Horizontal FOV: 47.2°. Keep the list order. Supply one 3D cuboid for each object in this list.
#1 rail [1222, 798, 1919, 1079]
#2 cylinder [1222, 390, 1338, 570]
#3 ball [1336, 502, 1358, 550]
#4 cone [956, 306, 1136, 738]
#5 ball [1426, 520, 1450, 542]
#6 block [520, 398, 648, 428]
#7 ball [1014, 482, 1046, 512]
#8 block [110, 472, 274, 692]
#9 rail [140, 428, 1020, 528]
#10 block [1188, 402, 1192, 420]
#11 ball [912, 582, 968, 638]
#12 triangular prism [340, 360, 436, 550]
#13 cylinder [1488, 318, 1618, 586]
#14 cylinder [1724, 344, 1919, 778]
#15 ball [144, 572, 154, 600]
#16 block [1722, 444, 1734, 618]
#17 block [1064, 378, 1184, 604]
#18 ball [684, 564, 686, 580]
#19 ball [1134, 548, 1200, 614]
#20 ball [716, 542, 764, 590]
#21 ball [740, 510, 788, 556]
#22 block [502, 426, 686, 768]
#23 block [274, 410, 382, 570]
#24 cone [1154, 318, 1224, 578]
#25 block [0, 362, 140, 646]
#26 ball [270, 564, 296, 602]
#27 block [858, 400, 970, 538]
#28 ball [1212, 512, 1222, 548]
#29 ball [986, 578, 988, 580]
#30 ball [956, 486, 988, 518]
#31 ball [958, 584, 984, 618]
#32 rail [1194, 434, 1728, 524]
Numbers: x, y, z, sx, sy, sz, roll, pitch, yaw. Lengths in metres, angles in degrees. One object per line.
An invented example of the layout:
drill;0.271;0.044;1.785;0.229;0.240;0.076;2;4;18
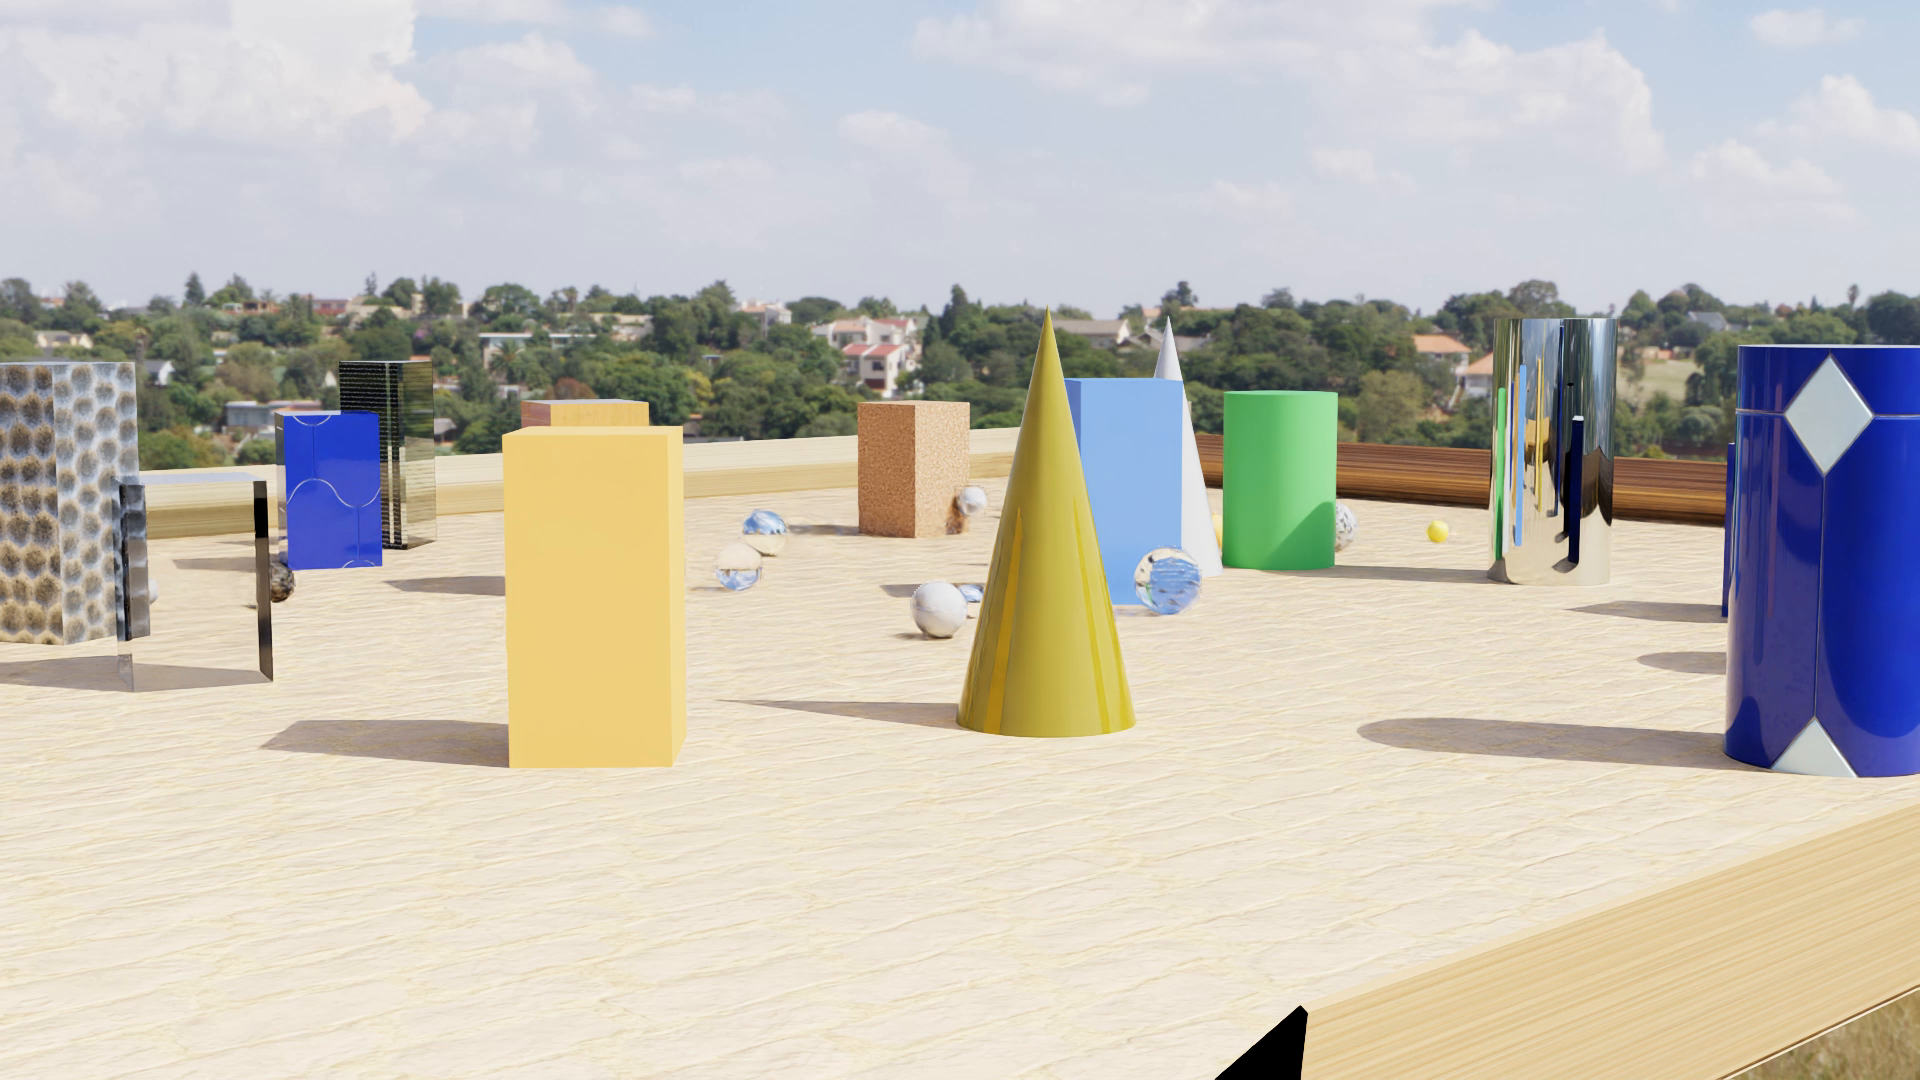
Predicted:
rail;1.222;0.171;2.015;4.037;0.128;0.045;-5;8;-42
cylinder;0.561;-0.108;3.863;0.198;0.301;0.198;0;6;0
ball;0.693;-0.025;4.087;0.090;0.090;0.090;0;6;0
cone;0.094;-0.028;2.373;0.198;0.452;0.198;0;6;0
ball;0.919;-0.016;4.229;0.043;0.043;0.043;0;6;0
block;-0.596;-0.070;3.499;0.158;0.301;0.158;-3;7;-27
ball;0.156;-0.095;4.856;0.070;0.070;0.070;0;6;0
block;-0.930;0.047;2.662;0.158;0.243;0.158;-3;7;-27
rail;-1.222;-0.104;4.649;4.037;0.128;0.045;-5;8;-42
block;0.380;-0.166;4.646;0.158;0.255;0.158;-2;6;-22
ball;-0.028;0.095;3.001;0.077;0.077;0.077;0;6;0
triangular prism;-1.060;-0.165;4.187;0.171;0.348;0.148;4;7;35
cylinder;0.978;-0.149;3.633;0.198;0.431;0.198;0;6;0
cylinder;0.867;0.014;2.177;0.198;0.410;0.198;0;6;0
ball;-1.256;0.072;3.353;0.050;0.050;0.050;0;6;0
block;1.223;-0.013;3.189;0.158;0.253;0.158;-5;8;-41
block;0.245;-0.079;3.402;0.158;0.338;0.158;-1;6;-10
ball;-0.466;0.050;3.414;0.081;0.081;0.081;0;6;0
ball;0.304;0.060;3.229;0.099;0.099;0.099;0;6;0
ball;-0.352;0.042;3.507;0.076;0.076;0.076;0;6;0
ball;-0.355;-0.012;3.990;0.085;0.085;0.085;0;6;0
block;-0.363;0.053;2.210;0.158;0.325;0.158;0;6;-2
block;-1.111;-0.090;3.865;0.158;0.266;0.158;-2;6;-23
cone;0.352;-0.163;3.738;0.198;0.437;0.198;0;6;0
block;-1.241;-0.055;3.011;0.158;0.373;0.158;2;6;20
ball;-1.047;0.066;3.364;0.059;0.059;0.059;0;6;0
block;-0.093;-0.144;4.400;0.158;0.261;0.158;5;8;42
ball;0.461;-0.015;4.071;0.073;0.073;0.073;0;6;0
ball;0.072;0.072;3.261;0.069;0.069;0.069;0;6;0
ball;0.023;-0.075;4.372;0.061;0.061;0.061;0;6;0
ball;0.013;0.089;3.188;0.050;0.050;0.050;0;6;0
rail;1.466;-0.107;4.677;0.045;0.128;3.651;-5;8;-42
